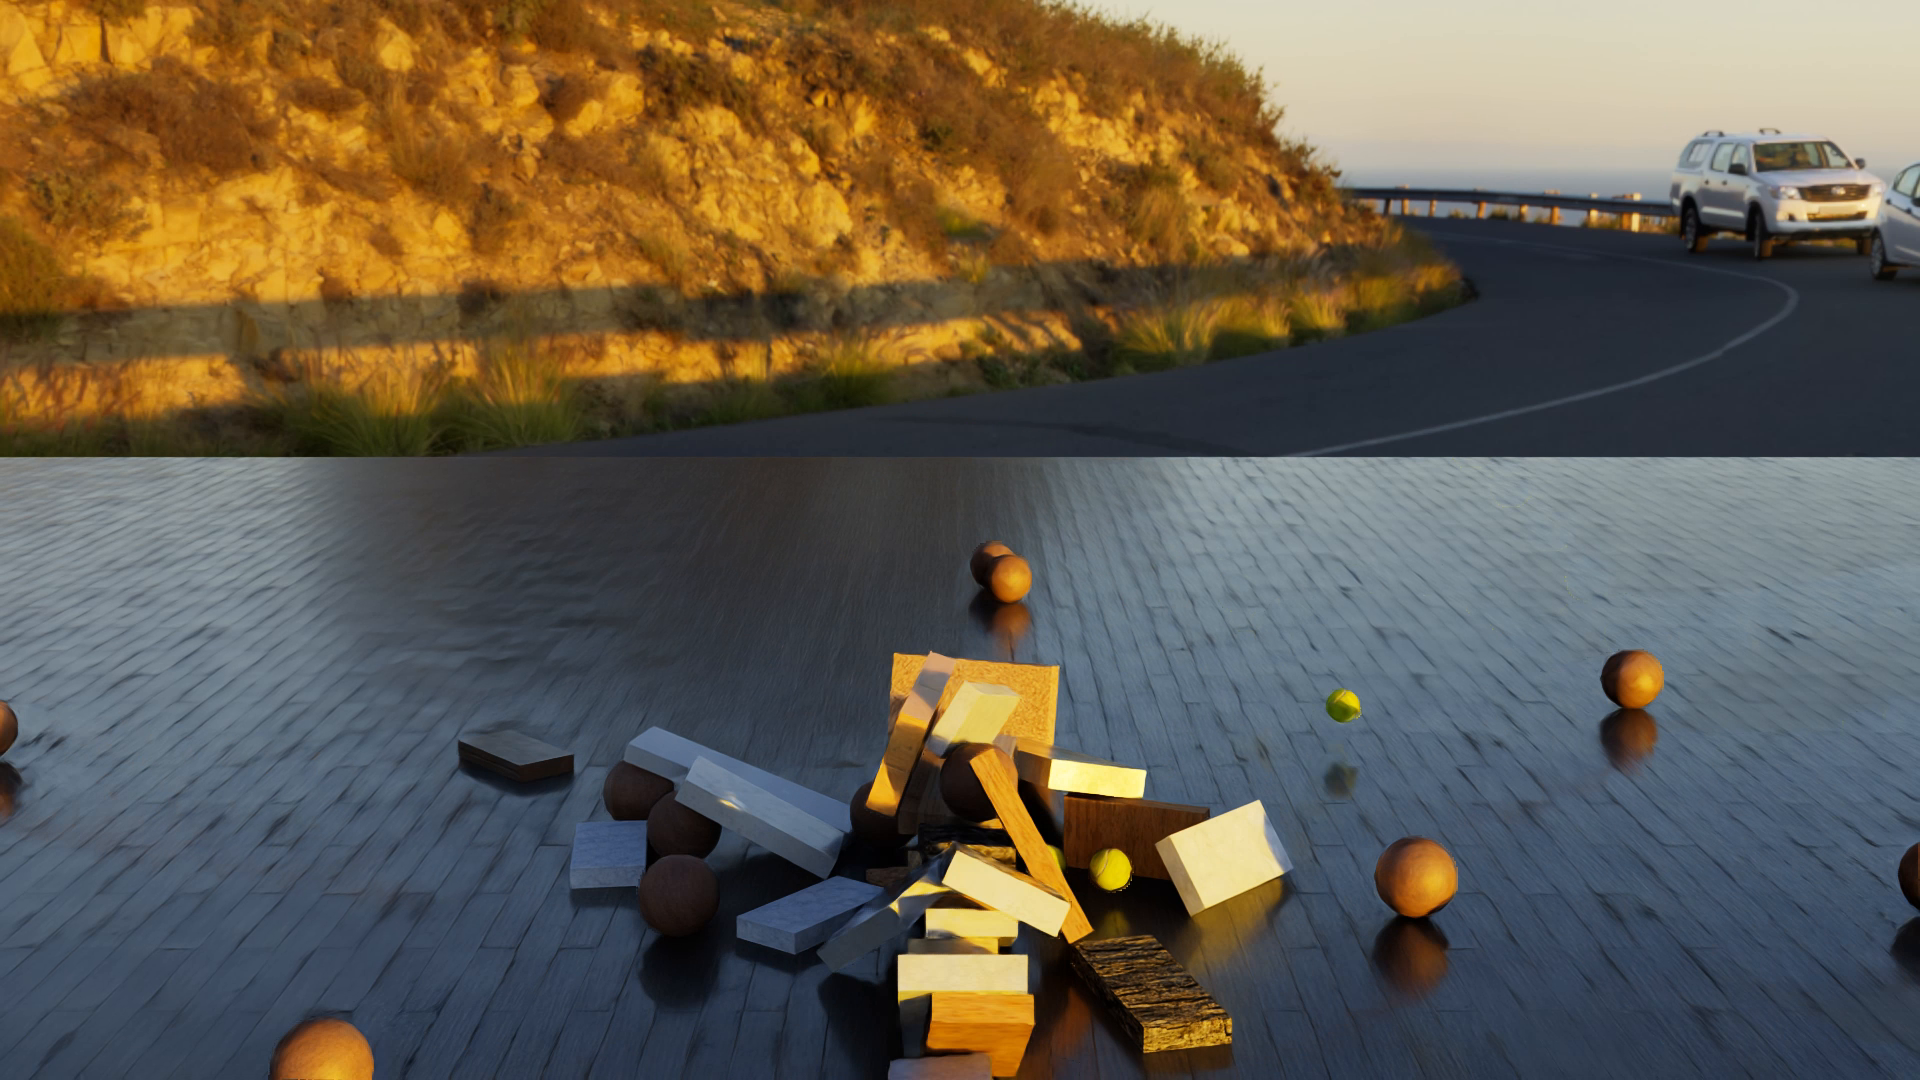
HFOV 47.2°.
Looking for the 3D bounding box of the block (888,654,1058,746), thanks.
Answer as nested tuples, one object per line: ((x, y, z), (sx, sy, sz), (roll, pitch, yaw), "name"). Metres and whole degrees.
((0.026, 0.335, 4.549), (0.346, 0.173, 0.049), (4, -1, 20), "block")

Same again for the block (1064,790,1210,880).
((0.301, 0.509, 3.765), (0.250, 0.125, 0.035), (4, 11, 23), "block")

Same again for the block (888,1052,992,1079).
((-0.026, 0.692, 2.706), (0.130, 0.037, 0.259), (-5, 4, 1), "block")

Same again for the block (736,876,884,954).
((-0.230, 0.599, 3.526), (0.122, 0.035, 0.244), (8, 13, 37), "block")

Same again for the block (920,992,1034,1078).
((0.019, 0.642, 2.843), (0.129, 0.036, 0.257), (2, -28, -4), "block")

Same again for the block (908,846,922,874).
((-0.004, 0.533, 3.654), (0.138, 0.039, 0.275), (4, -5, 5), "block")

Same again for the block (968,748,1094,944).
((0.108, 0.473, 3.395), (0.041, 0.313, 0.146), (-29, -8, -3), "block")

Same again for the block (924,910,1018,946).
((0.014, 0.559, 3.163), (0.128, 0.036, 0.257), (1, -13, -1), "block")

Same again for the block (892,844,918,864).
((-0.060, 0.548, 3.857), (0.104, 0.015, 0.052), (-7, 13, -35), "block")

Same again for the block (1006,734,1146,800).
((0.133, 0.409, 4.095), (0.173, 0.049, 0.694), (9, -2, -17), "block")

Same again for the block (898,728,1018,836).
((0.000, 0.413, 3.735), (0.152, 0.043, 0.304), (5, 23, 8), "block")

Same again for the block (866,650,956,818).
((-0.079, 0.321, 3.698), (0.049, 0.173, 0.346), (21, 15, 2), "block")

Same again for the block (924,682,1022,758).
((0.023, 0.300, 3.659), (0.035, 0.125, 0.250), (34, 5, 16), "block")

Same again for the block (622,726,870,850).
((-0.385, 0.447, 3.977), (0.439, 0.035, 0.122), (21, 15, 10), "block")

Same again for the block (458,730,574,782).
((-0.893, 0.433, 4.420), (0.122, 0.035, 0.244), (-9, 14, -40), "block")

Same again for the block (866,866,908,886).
((-0.104, 0.570, 3.732), (0.104, 0.015, 0.052), (-3, 10, -14), "block")

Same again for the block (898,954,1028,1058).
((0.004, 0.615, 2.879), (0.162, 0.046, 0.324), (0, -28, 0), "block")

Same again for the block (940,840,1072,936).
((0.056, 0.468, 2.977), (0.162, 0.046, 0.324), (25, -5, 1), "block")

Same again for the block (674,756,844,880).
((-0.343, 0.477, 3.794), (0.292, 0.041, 0.146), (28, 10, -3), "block")

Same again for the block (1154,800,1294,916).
((0.442, 0.527, 3.660), (0.259, 0.130, 0.037), (-12, -19, -48), "block")

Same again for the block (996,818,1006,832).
((0.006, 0.492, 3.836), (0.152, 0.043, 0.304), (4, -5, 5), "block")

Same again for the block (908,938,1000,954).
((-0.007, 0.606, 3.205), (0.128, 0.036, 0.256), (0, -13, 1), "block")

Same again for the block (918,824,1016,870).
((0.008, 0.481, 3.437), (0.138, 0.039, 0.275), (5, -2, -3), "block")

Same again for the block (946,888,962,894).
((0.016, 0.554, 3.461), (0.138, 0.039, 0.275), (0, -13, 0), "block")

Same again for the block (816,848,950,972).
((-0.098, 0.545, 3.246), (0.146, 0.041, 0.292), (-39, -2, -34), "block")

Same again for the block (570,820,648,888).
((-0.608, 0.544, 3.820), (0.125, 0.035, 0.250), (-1, 11, -7), "block")

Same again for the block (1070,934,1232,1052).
((0.274, 0.657, 3.207), (0.130, 0.037, 0.336), (-3, 11, -14), "block")

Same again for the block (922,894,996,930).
((0.013, 0.572, 3.374), (0.128, 0.036, 0.257), (1, -14, -5), "block")
